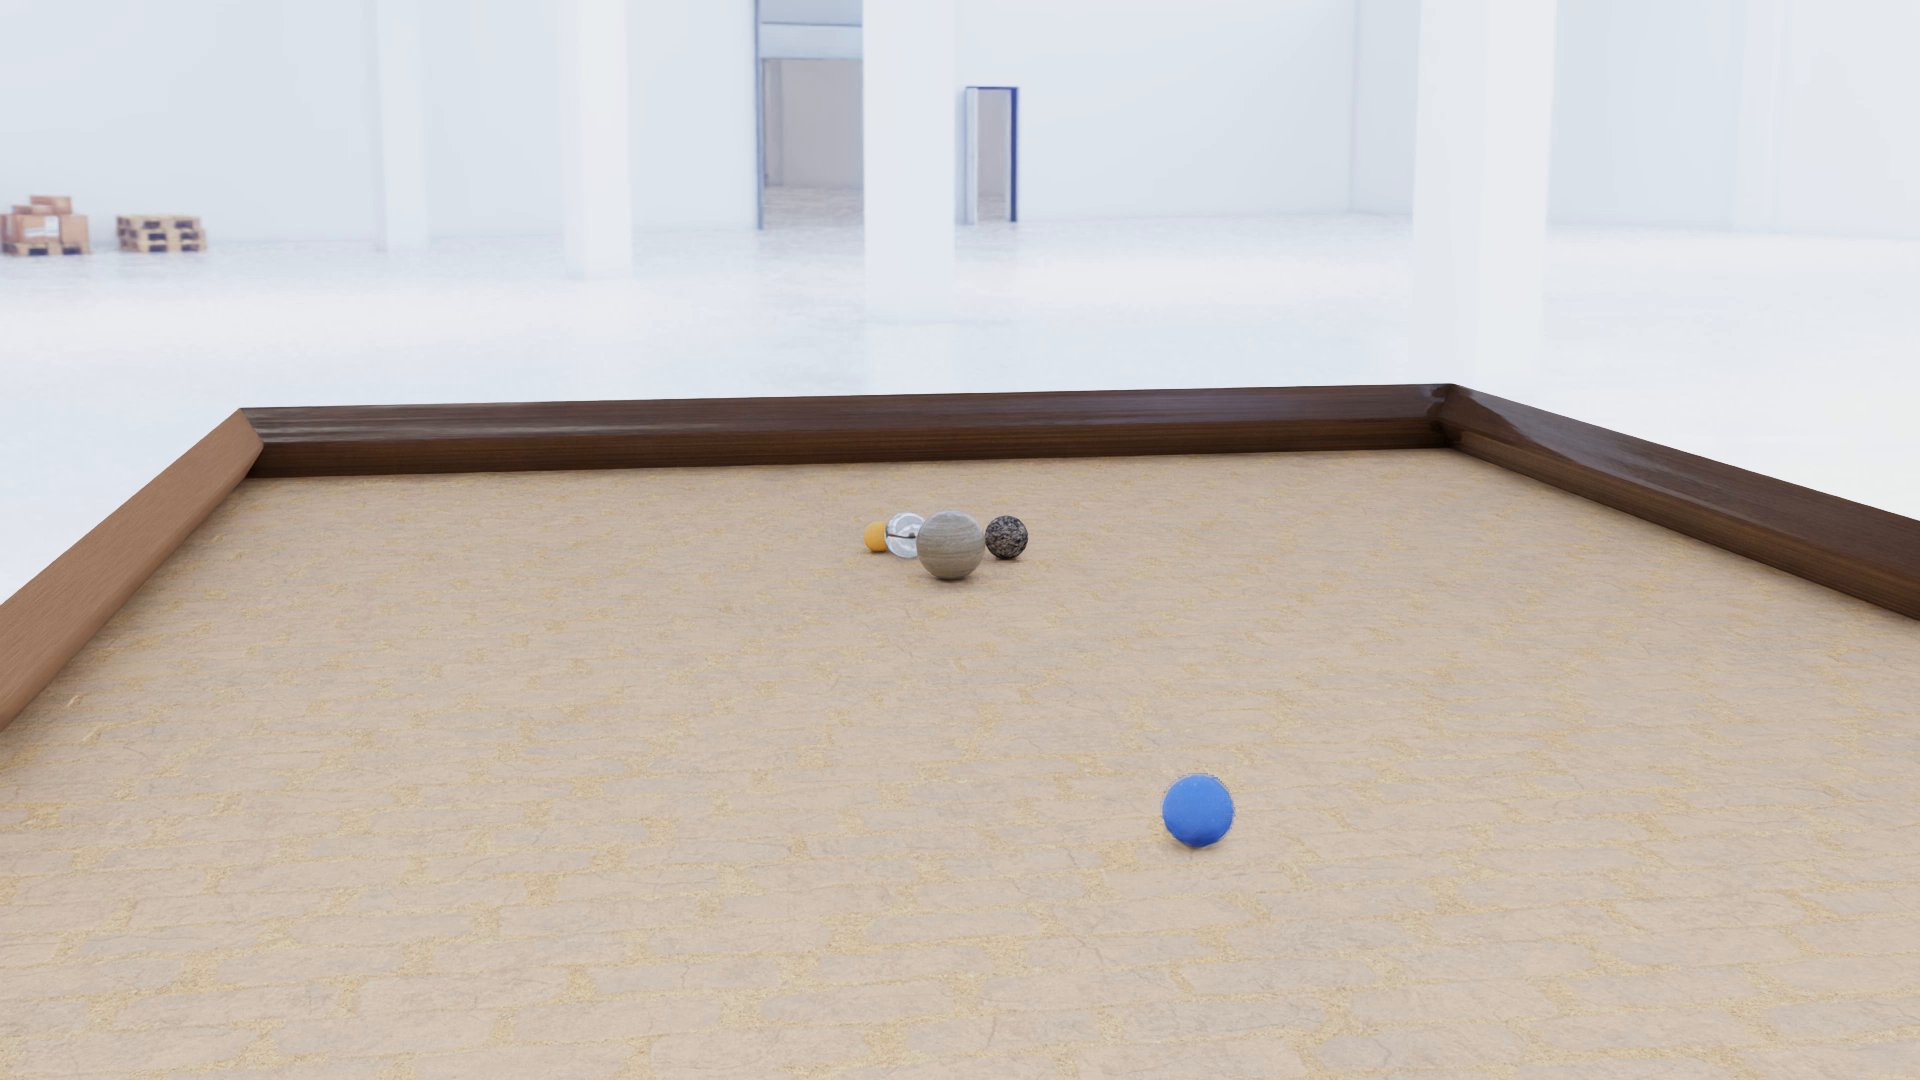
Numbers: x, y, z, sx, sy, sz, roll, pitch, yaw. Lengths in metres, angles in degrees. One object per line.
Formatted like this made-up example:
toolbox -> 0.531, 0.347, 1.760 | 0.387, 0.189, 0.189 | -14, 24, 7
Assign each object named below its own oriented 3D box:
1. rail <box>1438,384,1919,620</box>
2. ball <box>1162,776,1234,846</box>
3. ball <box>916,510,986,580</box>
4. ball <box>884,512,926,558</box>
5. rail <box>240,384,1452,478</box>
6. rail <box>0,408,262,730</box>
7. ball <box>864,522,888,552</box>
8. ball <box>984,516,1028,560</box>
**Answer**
rail -> 1.286, 0.111, 2.473 | 0.045, 0.128, 3.940 | -2, 11, -9
ball -> 0.212, 0.242, 1.960 | 0.063, 0.063, 0.063 | 0, 11, 0
ball -> -0.013, 0.007, 3.111 | 0.099, 0.099, 0.099 | 0, 11, 0
ball -> -0.078, -0.008, 3.270 | 0.069, 0.069, 0.069 | 0, 11, 0
rail -> -0.161, -0.208, 4.172 | 2.323, 0.128, 0.045 | -2, 11, -9
rail -> -0.957, 0.181, 2.099 | 0.045, 0.128, 3.940 | -2, 11, -9
ball -> -0.123, -0.005, 3.317 | 0.046, 0.046, 0.046 | 0, 11, 0
ball -> 0.069, -0.004, 3.260 | 0.065, 0.065, 0.065 | 0, 11, 0
